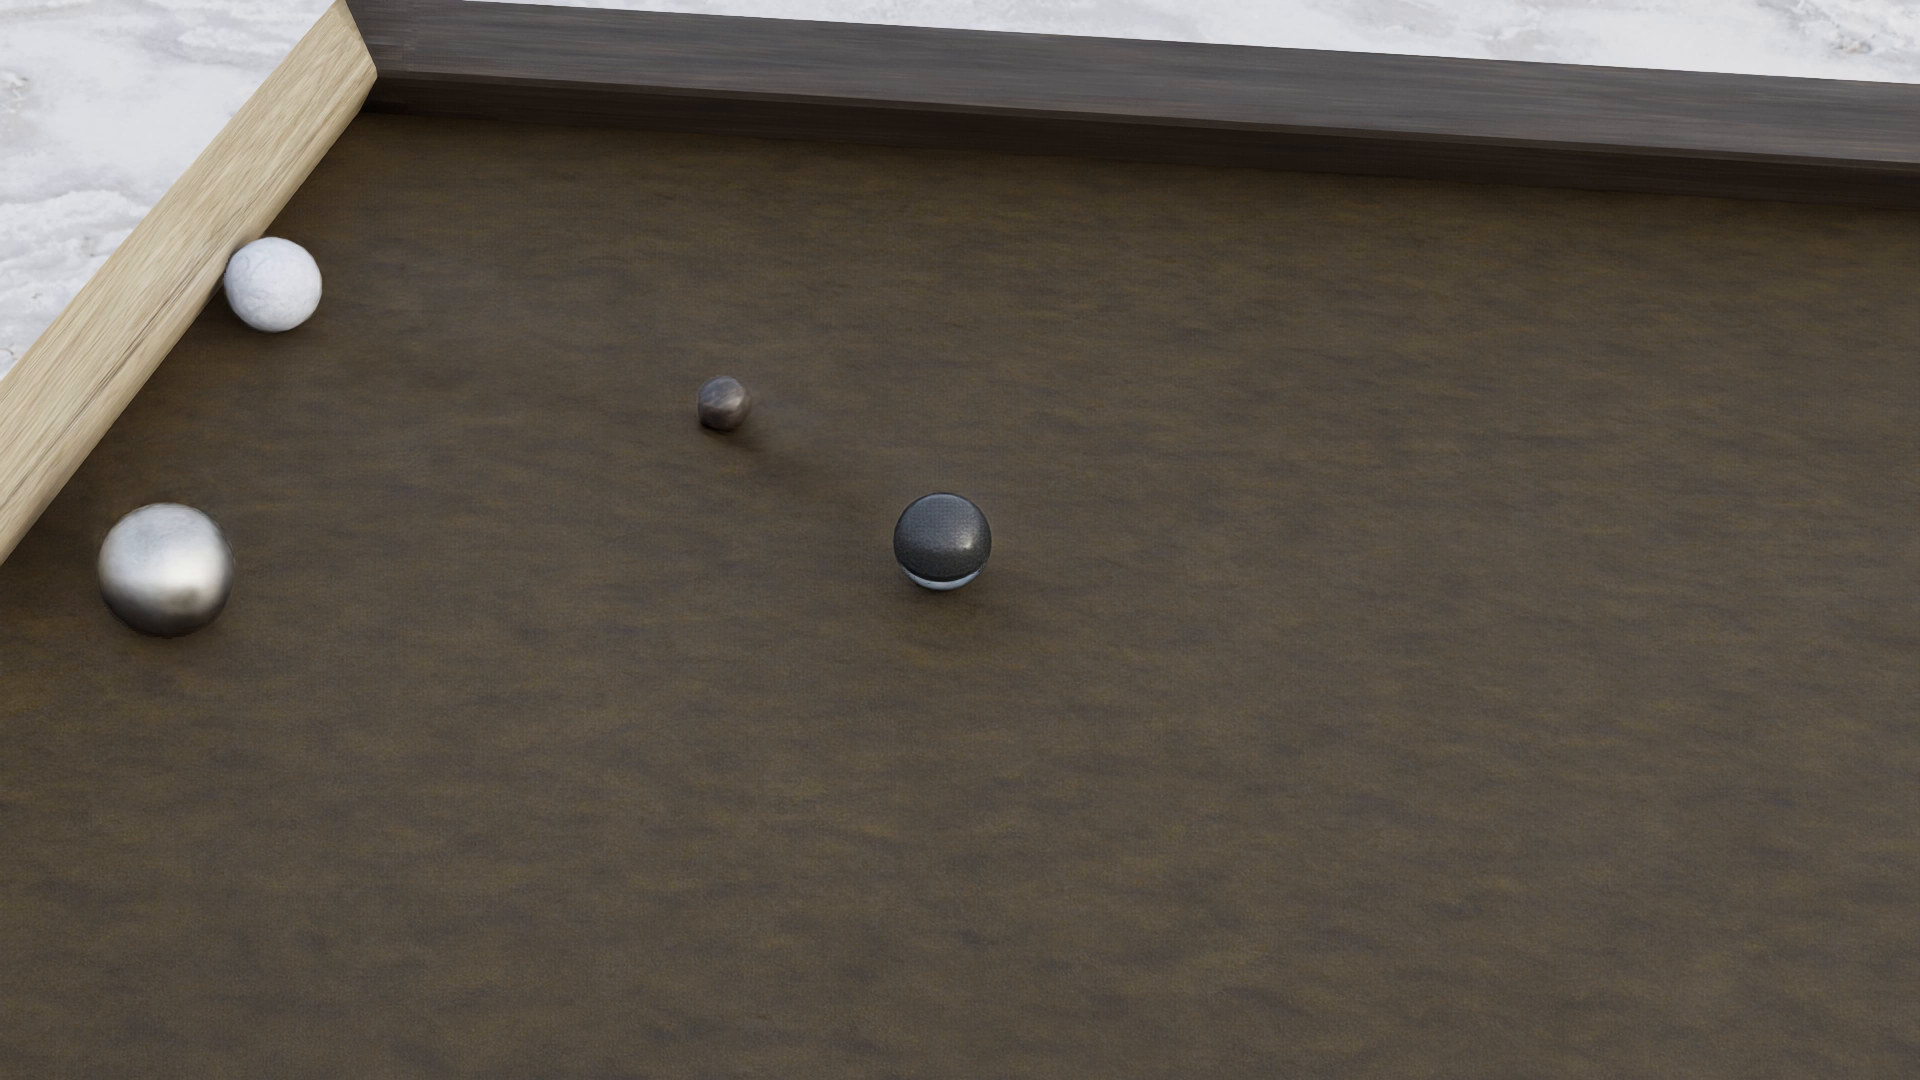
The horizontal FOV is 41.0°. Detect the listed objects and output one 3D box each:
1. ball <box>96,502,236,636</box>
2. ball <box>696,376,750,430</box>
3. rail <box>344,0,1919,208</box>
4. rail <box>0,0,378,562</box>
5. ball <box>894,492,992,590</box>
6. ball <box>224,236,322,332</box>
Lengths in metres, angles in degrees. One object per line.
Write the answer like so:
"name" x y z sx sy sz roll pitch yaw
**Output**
"ball" -0.593 0.022 1.917 0.100 0.100 0.100 0 34 0
"ball" -0.199 -0.115 2.165 0.045 0.045 0.045 0 34 0
"rail" 0.843 -0.372 2.464 2.990 0.130 0.045 5 35 7
"rail" -0.716 -0.084 2.043 0.045 0.130 1.500 5 35 7
"ball" -0.013 0.001 1.969 0.076 0.076 0.076 0 34 0
"ball" -0.614 -0.229 2.296 0.085 0.085 0.085 0 34 0
